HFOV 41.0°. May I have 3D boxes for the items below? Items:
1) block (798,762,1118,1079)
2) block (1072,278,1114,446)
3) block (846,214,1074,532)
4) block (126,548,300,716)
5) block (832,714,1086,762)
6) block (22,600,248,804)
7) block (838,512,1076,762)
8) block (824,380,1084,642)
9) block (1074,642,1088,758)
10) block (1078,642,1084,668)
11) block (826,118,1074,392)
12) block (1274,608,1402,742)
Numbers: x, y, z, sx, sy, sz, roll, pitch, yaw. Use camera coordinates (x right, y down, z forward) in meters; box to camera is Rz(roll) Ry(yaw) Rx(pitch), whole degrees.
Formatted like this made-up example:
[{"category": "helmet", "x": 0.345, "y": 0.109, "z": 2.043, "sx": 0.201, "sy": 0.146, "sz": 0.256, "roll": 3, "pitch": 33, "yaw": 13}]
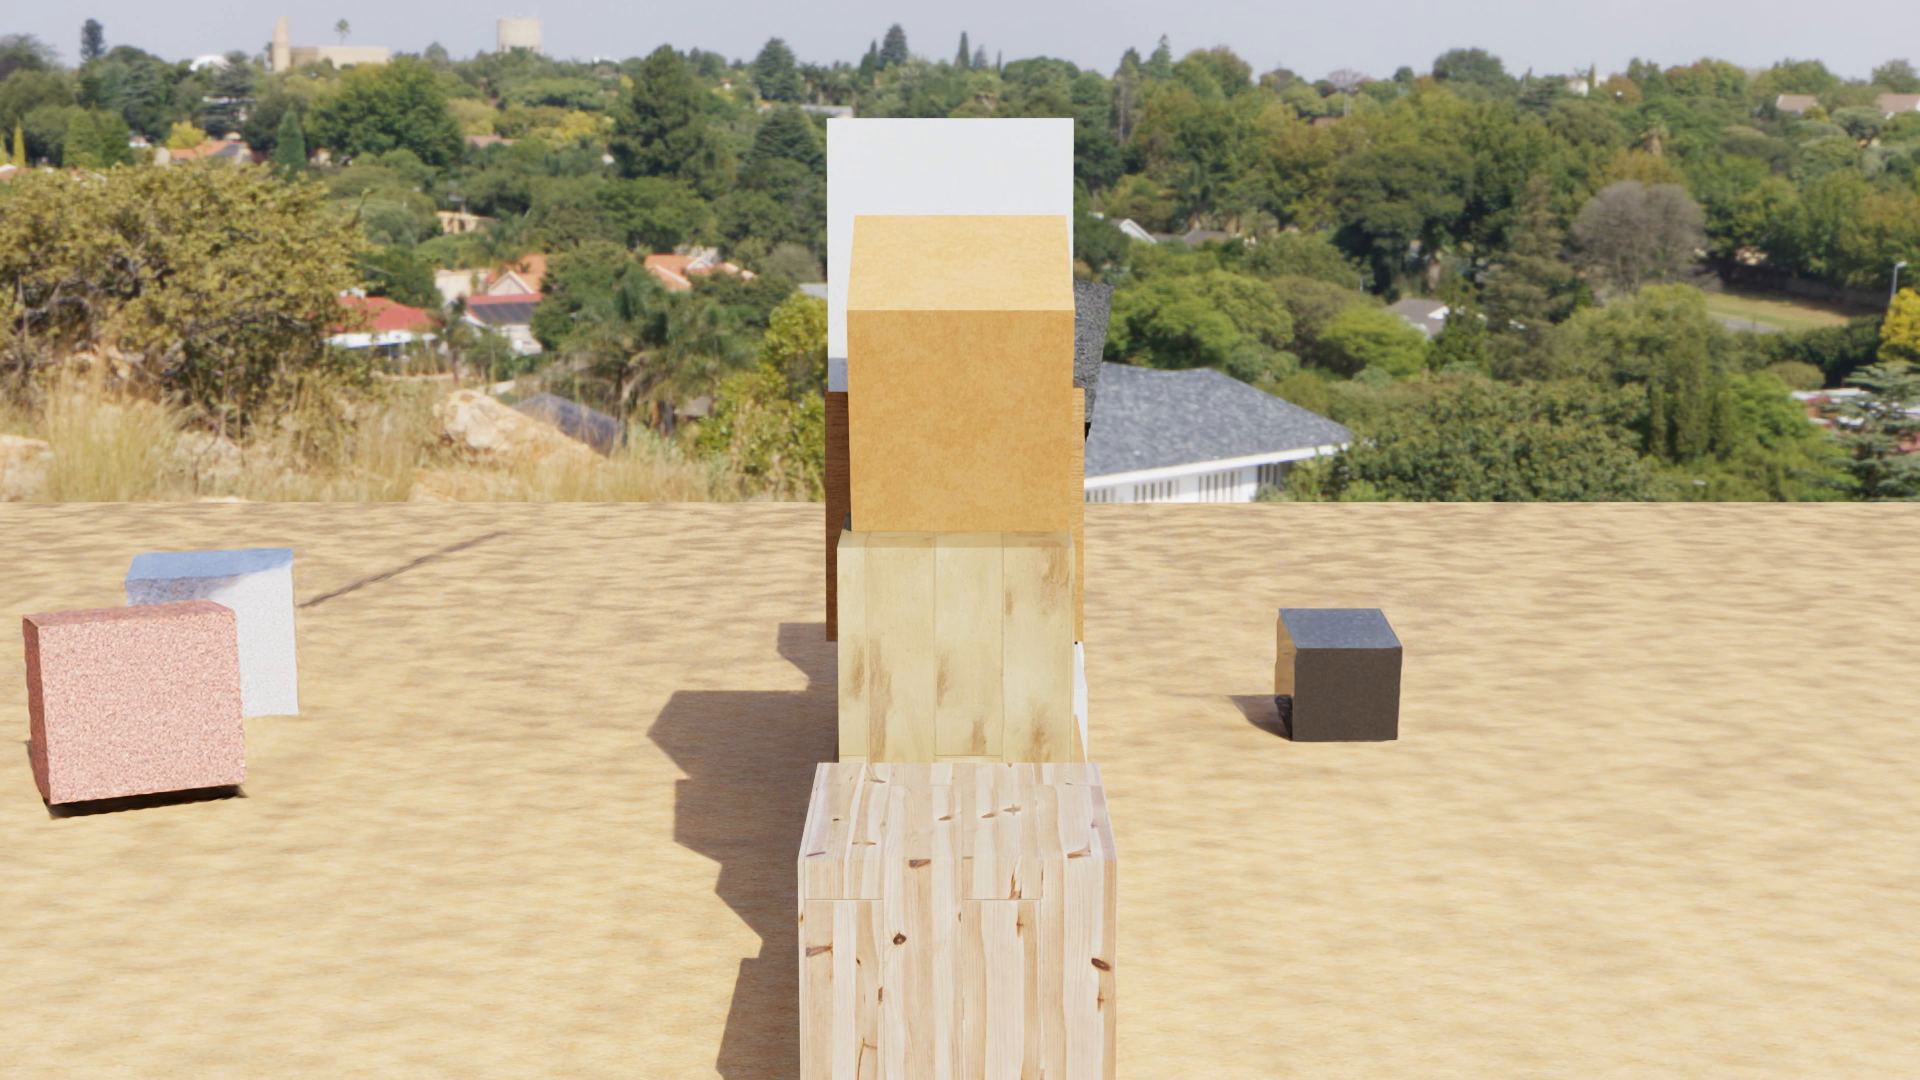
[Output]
[{"category": "block", "x": -0.006, "y": 1.426, "z": 8.796, "sx": 1.015, "sy": 1.048, "sz": 1.167, "roll": 0, "pitch": 10, "yaw": 0}, {"category": "block", "x": 0.325, "y": -0.871, "z": 13.368, "sx": 0.757, "sy": 0.810, "sz": 0.708, "roll": 11, "pitch": -25, "yaw": 0}, {"category": "block", "x": 0.002, "y": -0.649, "z": 9.834, "sx": 0.822, "sy": 0.918, "sz": 0.876, "roll": 0, "pitch": 30, "yaw": 0}, {"category": "block", "x": -4.198, "y": 0.522, "z": 14.463, "sx": 0.873, "sy": 0.798, "sz": 0.786, "roll": -3, "pitch": 11, "yaw": -14}, {"category": "block", "x": -0.003, "y": 1.267, "z": 9.880, "sx": 0.945, "sy": 0.972, "sz": 1.002, "roll": 0, "pitch": 10, "yaw": 0}, {"category": "block", "x": -4.084, "y": 0.777, "z": 12.672, "sx": 0.907, "sy": 0.841, "sz": 0.854, "roll": -5, "pitch": 4, "yaw": -25}, {"category": "block", "x": -0.014, "y": 0.364, "z": 9.819, "sx": 0.868, "sy": 0.827, "sz": 0.791, "roll": 0, "pitch": 10, "yaw": 0}, {"category": "block", "x": -0.022, "y": -0.161, "z": 11.585, "sx": 1.111, "sy": 1.094, "sz": 1.122, "roll": 0, "pitch": 6, "yaw": 0}, {"category": "block", "x": 0.015, "y": 1.038, "z": 10.861, "sx": 0.991, "sy": 1.072, "sz": 0.990, "roll": 0, "pitch": 10, "yaw": 0}, {"category": "block", "x": 0.013, "y": 0.879, "z": 11.948, "sx": 1.067, "sy": 0.996, "sz": 1.183, "roll": 0, "pitch": 10, "yaw": 0}, {"category": "block", "x": -0.030, "y": -1.222, "z": 11.088, "sx": 1.008, "sy": 1.117, "sz": 1.086, "roll": 0, "pitch": 6, "yaw": 1}, {"category": "block", "x": 2.037, "y": 0.727, "z": 13.869, "sx": 0.567, "sy": 0.533, "sz": 0.616, "roll": 0, "pitch": 18, "yaw": -2}]
